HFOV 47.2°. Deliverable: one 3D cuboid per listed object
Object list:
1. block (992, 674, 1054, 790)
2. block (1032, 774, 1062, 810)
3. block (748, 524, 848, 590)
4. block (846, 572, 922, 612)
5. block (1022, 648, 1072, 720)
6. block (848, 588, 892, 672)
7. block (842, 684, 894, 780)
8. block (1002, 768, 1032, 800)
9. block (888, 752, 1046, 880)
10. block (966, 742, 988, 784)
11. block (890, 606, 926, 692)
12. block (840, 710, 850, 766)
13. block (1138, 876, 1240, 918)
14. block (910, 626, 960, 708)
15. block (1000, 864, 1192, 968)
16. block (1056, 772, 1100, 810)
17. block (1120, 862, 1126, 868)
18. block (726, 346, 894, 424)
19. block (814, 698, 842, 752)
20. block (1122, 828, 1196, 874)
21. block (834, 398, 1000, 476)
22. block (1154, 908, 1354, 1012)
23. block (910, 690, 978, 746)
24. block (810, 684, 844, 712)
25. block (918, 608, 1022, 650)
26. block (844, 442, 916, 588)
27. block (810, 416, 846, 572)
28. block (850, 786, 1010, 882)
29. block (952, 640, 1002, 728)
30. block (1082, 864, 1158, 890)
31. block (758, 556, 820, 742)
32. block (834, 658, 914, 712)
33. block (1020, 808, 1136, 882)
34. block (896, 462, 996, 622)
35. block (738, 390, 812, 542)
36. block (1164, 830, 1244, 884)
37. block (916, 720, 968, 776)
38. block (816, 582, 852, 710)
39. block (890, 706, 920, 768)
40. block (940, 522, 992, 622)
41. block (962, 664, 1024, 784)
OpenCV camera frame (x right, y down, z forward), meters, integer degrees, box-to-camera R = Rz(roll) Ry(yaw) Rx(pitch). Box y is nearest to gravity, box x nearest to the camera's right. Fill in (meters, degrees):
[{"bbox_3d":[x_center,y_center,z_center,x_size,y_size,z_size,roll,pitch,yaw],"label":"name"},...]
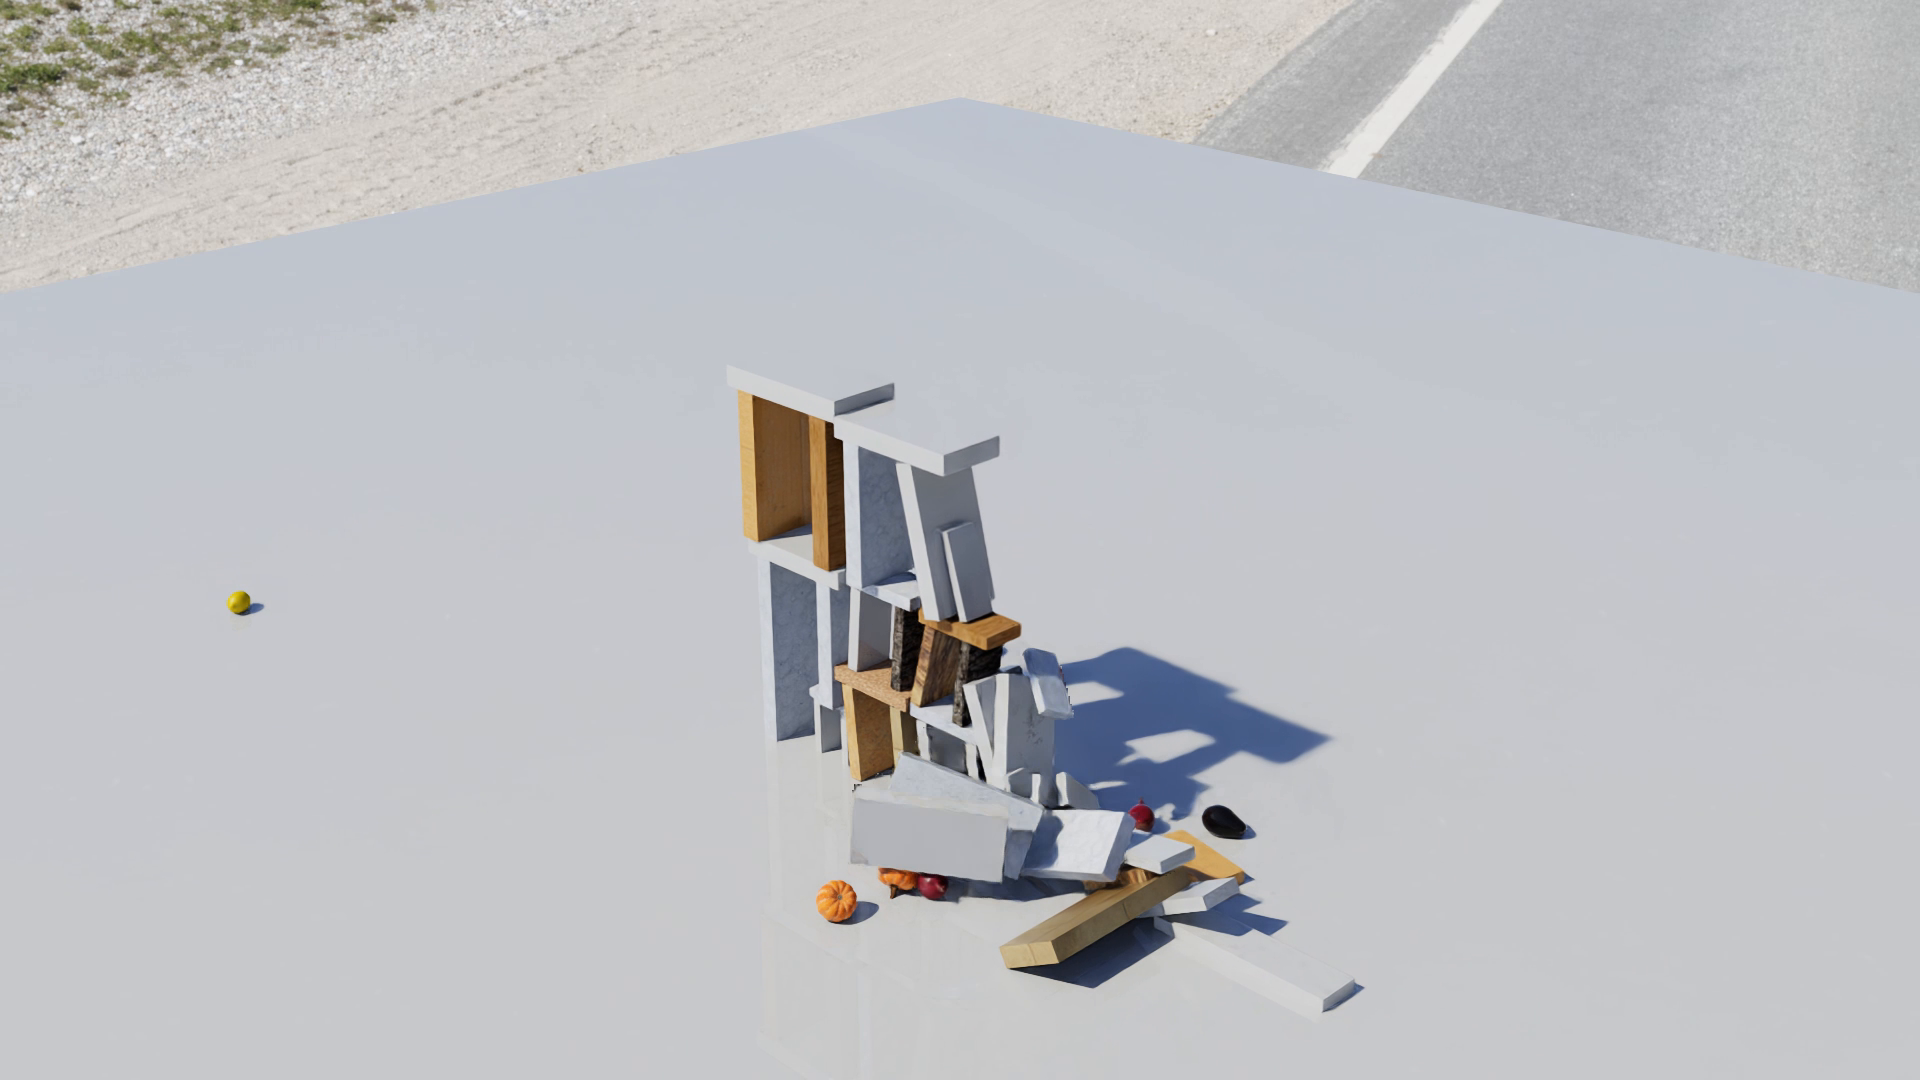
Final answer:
[{"bbox_3d":[0.125,0.391,4.266,0.127,0.254,0.036,10,-11,-41],"label":"block"},{"bbox_3d":[0.168,0.490,4.239,0.015,0.053,0.106,-4,-20,27],"label":"block"},{"bbox_3d":[-0.295,0.026,4.562,0.140,0.040,0.280,-21,31,-41],"label":"block"},{"bbox_3d":[-0.132,0.090,4.408,0.094,0.027,0.187,-21,31,-41],"label":"block"},{"bbox_3d":[0.169,0.278,4.271,0.070,0.020,0.140,14,49,-38],"label":"block"},{"bbox_3d":[-0.183,0.170,4.496,0.027,0.187,0.094,25,33,37],"label":"block"},{"bbox_3d":[-0.187,0.384,4.583,0.030,0.212,0.106,14,26,43],"label":"block"},{"bbox_3d":[0.117,0.494,4.212,0.053,0.106,0.015,-20,10,-42],"label":"block"},{"bbox_3d":[0.001,0.523,4.176,0.288,0.144,0.041,21,7,5],"label":"block"},{"bbox_3d":[0.064,0.482,4.364,0.101,0.202,0.029,-21,24,-41],"label":"block"},{"bbox_3d":[-0.092,0.205,4.414,0.027,0.187,0.094,26,34,38],"label":"block"},{"bbox_3d":[-0.221,0.408,4.637,0.018,0.126,0.063,20,30,41],"label":"block"},{"bbox_3d":[0.416,0.658,4.042,0.094,0.027,0.187,-21,2,-39],"label":"block"},{"bbox_3d":[-0.041,0.237,4.365,0.094,0.188,0.027,-21,45,-40],"label":"block"},{"bbox_3d":[0.249,0.684,4.012,0.364,0.041,0.144,-21,2,-41],"label":"block"},{"bbox_3d":[0.232,0.511,4.293,0.020,0.140,0.070,-20,53,24],"label":"block"},{"bbox_3d":[0.259,0.609,4.202,0.085,0.024,0.171,-21,5,-40],"label":"block"},{"bbox_3d":[-0.302,-0.314,4.426,0.324,0.046,0.162,21,31,40],"label":"block"},{"bbox_3d":[-0.280,0.385,4.691,0.018,0.126,0.063,20,30,41],"label":"block"},{"bbox_3d":[0.348,0.578,4.086,0.085,0.024,0.171,-19,15,-33],"label":"block"},{"bbox_3d":[-0.085,-0.200,4.230,0.301,0.043,0.151,21,31,40],"label":"block"},{"bbox_3d":[0.527,0.745,3.972,0.382,0.027,0.094,21,31,40],"label":"block"},{"bbox_3d":[0.006,0.352,4.374,0.202,0.029,0.101,21,31,40],"label":"block"},{"bbox_3d":[-0.251,0.330,4.637,0.126,0.018,0.063,21,31,40],"label":"block"},{"bbox_3d":[0.019,0.161,4.268,0.094,0.027,0.188,-21,30,-40],"label":"block"},{"bbox_3d":[-0.157,-0.069,4.362,0.151,0.301,0.043,-21,30,-40],"label":"block"},{"bbox_3d":[-0.224,-0.114,4.428,0.046,0.324,0.162,21,31,40],"label":"block"},{"bbox_3d":[-0.057,0.551,4.111,0.288,0.144,0.041,7,26,4],"label":"block"},{"bbox_3d":[0.035,0.267,4.294,0.094,0.188,0.027,-21,38,-40],"label":"block"},{"bbox_3d":[0.317,0.622,4.130,0.086,0.024,0.171,-21,2,-41],"label":"block"},{"bbox_3d":[-0.360,0.214,4.713,0.040,0.424,0.140,21,31,41],"label":"block"},{"bbox_3d":[-0.147,0.288,4.498,0.211,0.030,0.106,21,31,40],"label":"block"},{"bbox_3d":[0.212,0.575,4.154,0.254,0.036,0.127,-6,54,49],"label":"block"},{"bbox_3d":[-0.026,-0.015,4.250,0.151,0.312,0.043,-21,16,-40],"label":"block"},{"bbox_3d":[-0.378,-0.173,4.567,0.046,0.324,0.162,21,31,41],"label":"block"},{"bbox_3d":[0.453,0.624,4.257,0.094,0.027,0.187,-15,27,-31],"label":"block"},{"bbox_3d":[-0.032,0.445,4.452,0.101,0.202,0.029,-21,23,-41],"label":"block"},{"bbox_3d":[-0.229,0.199,4.564,0.040,0.280,0.140,21,31,40],"label":"block"},{"bbox_3d":[-0.087,0.423,4.491,0.030,0.212,0.106,15,26,43],"label":"block"},{"bbox_3d":[0.013,0.062,4.239,0.070,0.180,0.020,-20,12,-39],"label":"block"},{"bbox_3d":[0.102,0.423,4.296,0.127,0.335,0.036,-21,11,-41],"label":"block"}]
